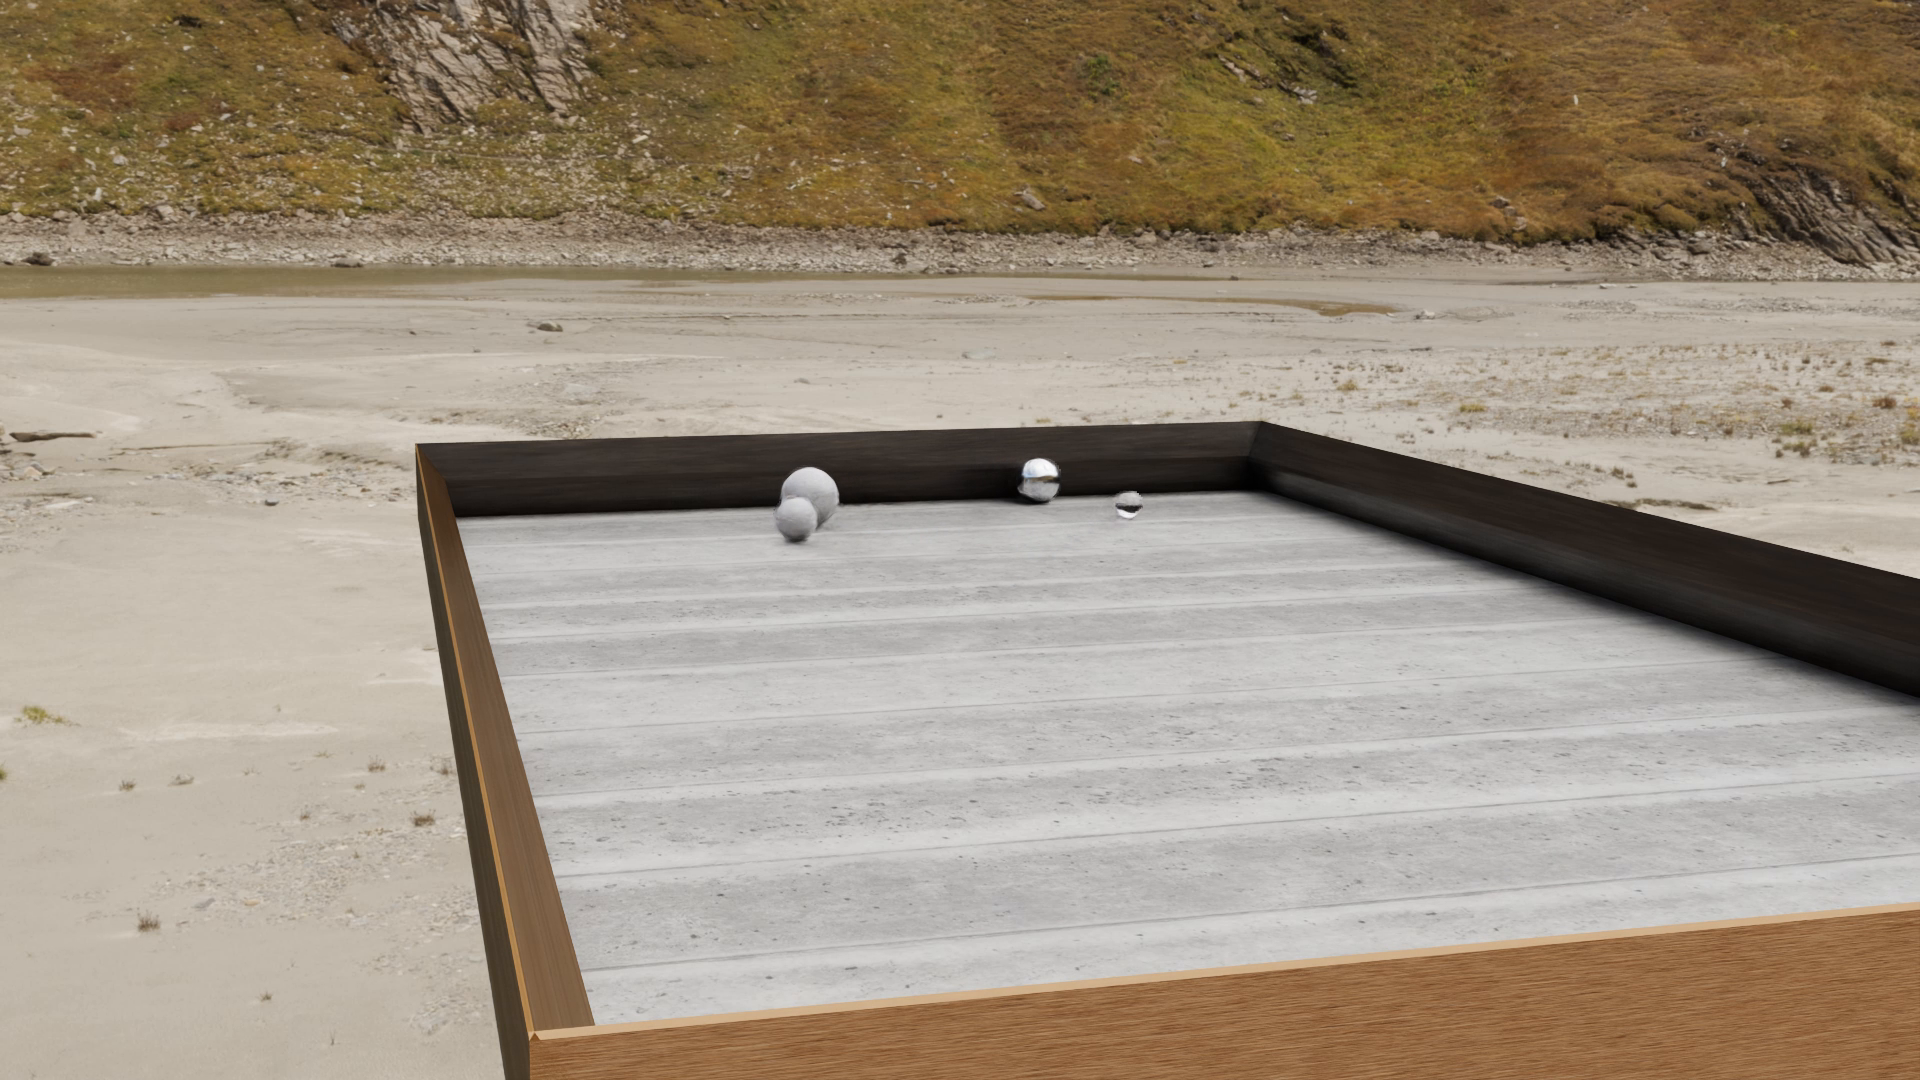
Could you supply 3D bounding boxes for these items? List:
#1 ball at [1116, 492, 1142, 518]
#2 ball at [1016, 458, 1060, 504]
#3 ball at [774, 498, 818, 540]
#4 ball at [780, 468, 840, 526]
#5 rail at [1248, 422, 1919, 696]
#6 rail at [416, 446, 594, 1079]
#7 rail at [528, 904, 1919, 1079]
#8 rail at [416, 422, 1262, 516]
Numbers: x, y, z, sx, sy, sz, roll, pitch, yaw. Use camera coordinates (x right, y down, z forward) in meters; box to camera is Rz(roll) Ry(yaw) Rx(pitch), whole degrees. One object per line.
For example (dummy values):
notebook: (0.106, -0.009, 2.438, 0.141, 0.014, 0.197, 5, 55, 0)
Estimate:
ball: (0.287, -0.059, 3.739, 0.043, 0.043, 0.043, 0, 9, 0)
ball: (0.139, -0.106, 3.922, 0.080, 0.080, 0.080, 0, 9, 0)
ball: (-0.259, -0.032, 3.479, 0.068, 0.068, 0.068, 0, 9, 0)
ball: (-0.249, -0.071, 3.635, 0.097, 0.097, 0.097, 0, 9, 0)
rail: (0.898, 0.043, 2.781, 0.045, 0.126, 2.775, -2, 9, -15)
rail: (-0.541, 0.100, 2.403, 0.045, 0.126, 2.775, -2, 9, -15)
rail: (0.528, 0.269, 1.289, 1.536, 0.126, 0.045, -2, 9, -15)
rail: (-0.172, -0.126, 3.896, 1.536, 0.126, 0.045, -2, 9, -15)
